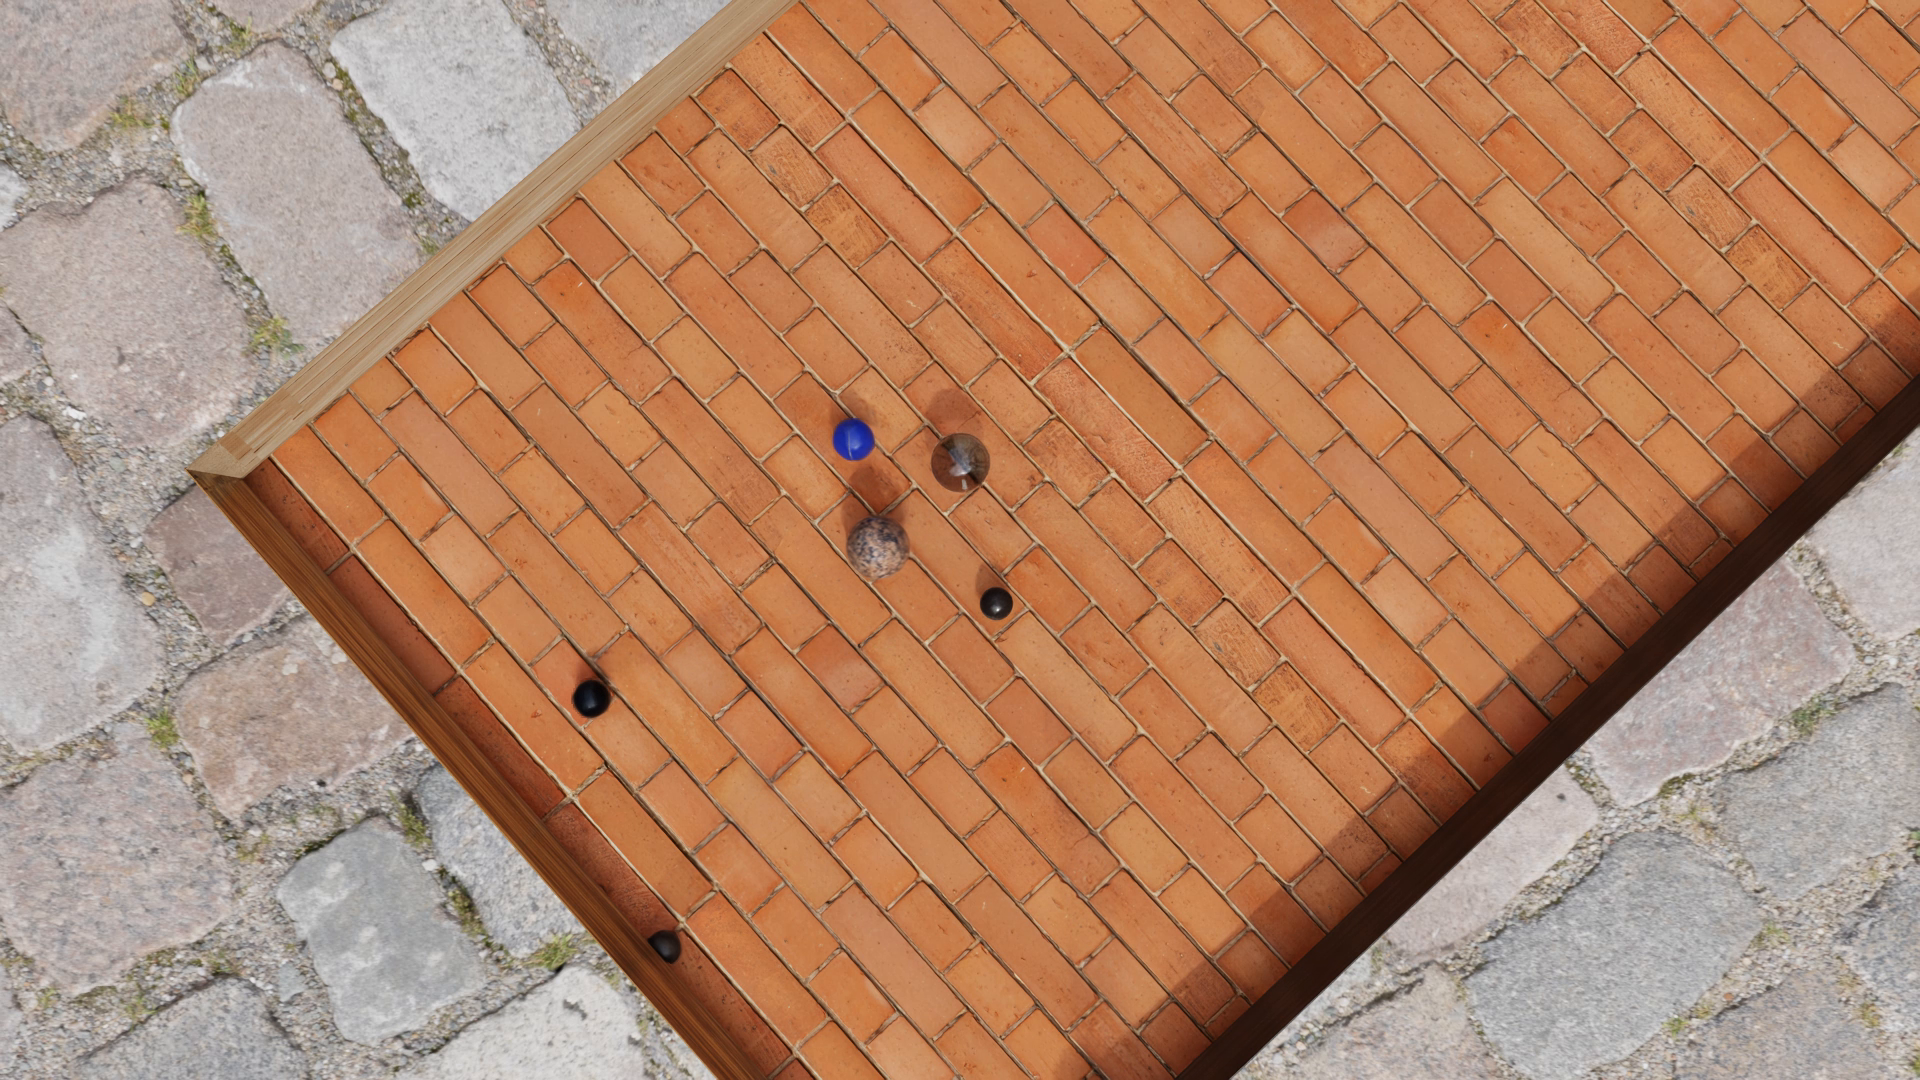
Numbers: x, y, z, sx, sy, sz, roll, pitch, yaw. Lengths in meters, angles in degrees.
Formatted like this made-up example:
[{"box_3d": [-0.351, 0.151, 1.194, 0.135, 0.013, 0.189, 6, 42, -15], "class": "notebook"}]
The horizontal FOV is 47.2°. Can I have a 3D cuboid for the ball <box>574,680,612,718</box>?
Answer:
[{"box_3d": [-0.542, 0.234, 3.242, 0.056, 0.056, 0.056, 0, 81, 0], "class": "ball"}]

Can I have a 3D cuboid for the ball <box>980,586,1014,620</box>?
[{"box_3d": [0.054, 0.095, 3.266, 0.050, 0.050, 0.050, 0, 81, 0], "class": "ball"}]

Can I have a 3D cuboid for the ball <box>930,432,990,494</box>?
[{"box_3d": [0.001, -0.115, 3.278, 0.090, 0.090, 0.090, 0, 81, 0], "class": "ball"}]

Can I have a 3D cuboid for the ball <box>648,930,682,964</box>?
[{"box_3d": [-0.430, 0.592, 3.191, 0.051, 0.051, 0.051, 0, 81, 0], "class": "ball"}]

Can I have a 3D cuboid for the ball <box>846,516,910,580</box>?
[{"box_3d": [-0.121, 0.011, 3.256, 0.095, 0.095, 0.095, 0, 81, 0], "class": "ball"}]

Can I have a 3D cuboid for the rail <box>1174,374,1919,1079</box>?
[{"box_3d": [1.113, 0.068, 3.232, 3.092, 0.124, 0.045, -42, 84, -6], "class": "rail"}]

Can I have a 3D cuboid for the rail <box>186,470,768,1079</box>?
[{"box_3d": [-0.554, 0.495, 3.168, 0.045, 0.124, 1.655, -42, 84, -6], "class": "rail"}]

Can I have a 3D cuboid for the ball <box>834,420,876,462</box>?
[{"box_3d": [-0.159, -0.149, 3.297, 0.063, 0.063, 0.063, 0, 81, 0], "class": "ball"}]

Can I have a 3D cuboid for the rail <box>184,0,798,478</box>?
[{"box_3d": [0.030, -1.106, 3.410, 3.092, 0.124, 0.045, -42, 84, -6], "class": "rail"}]
